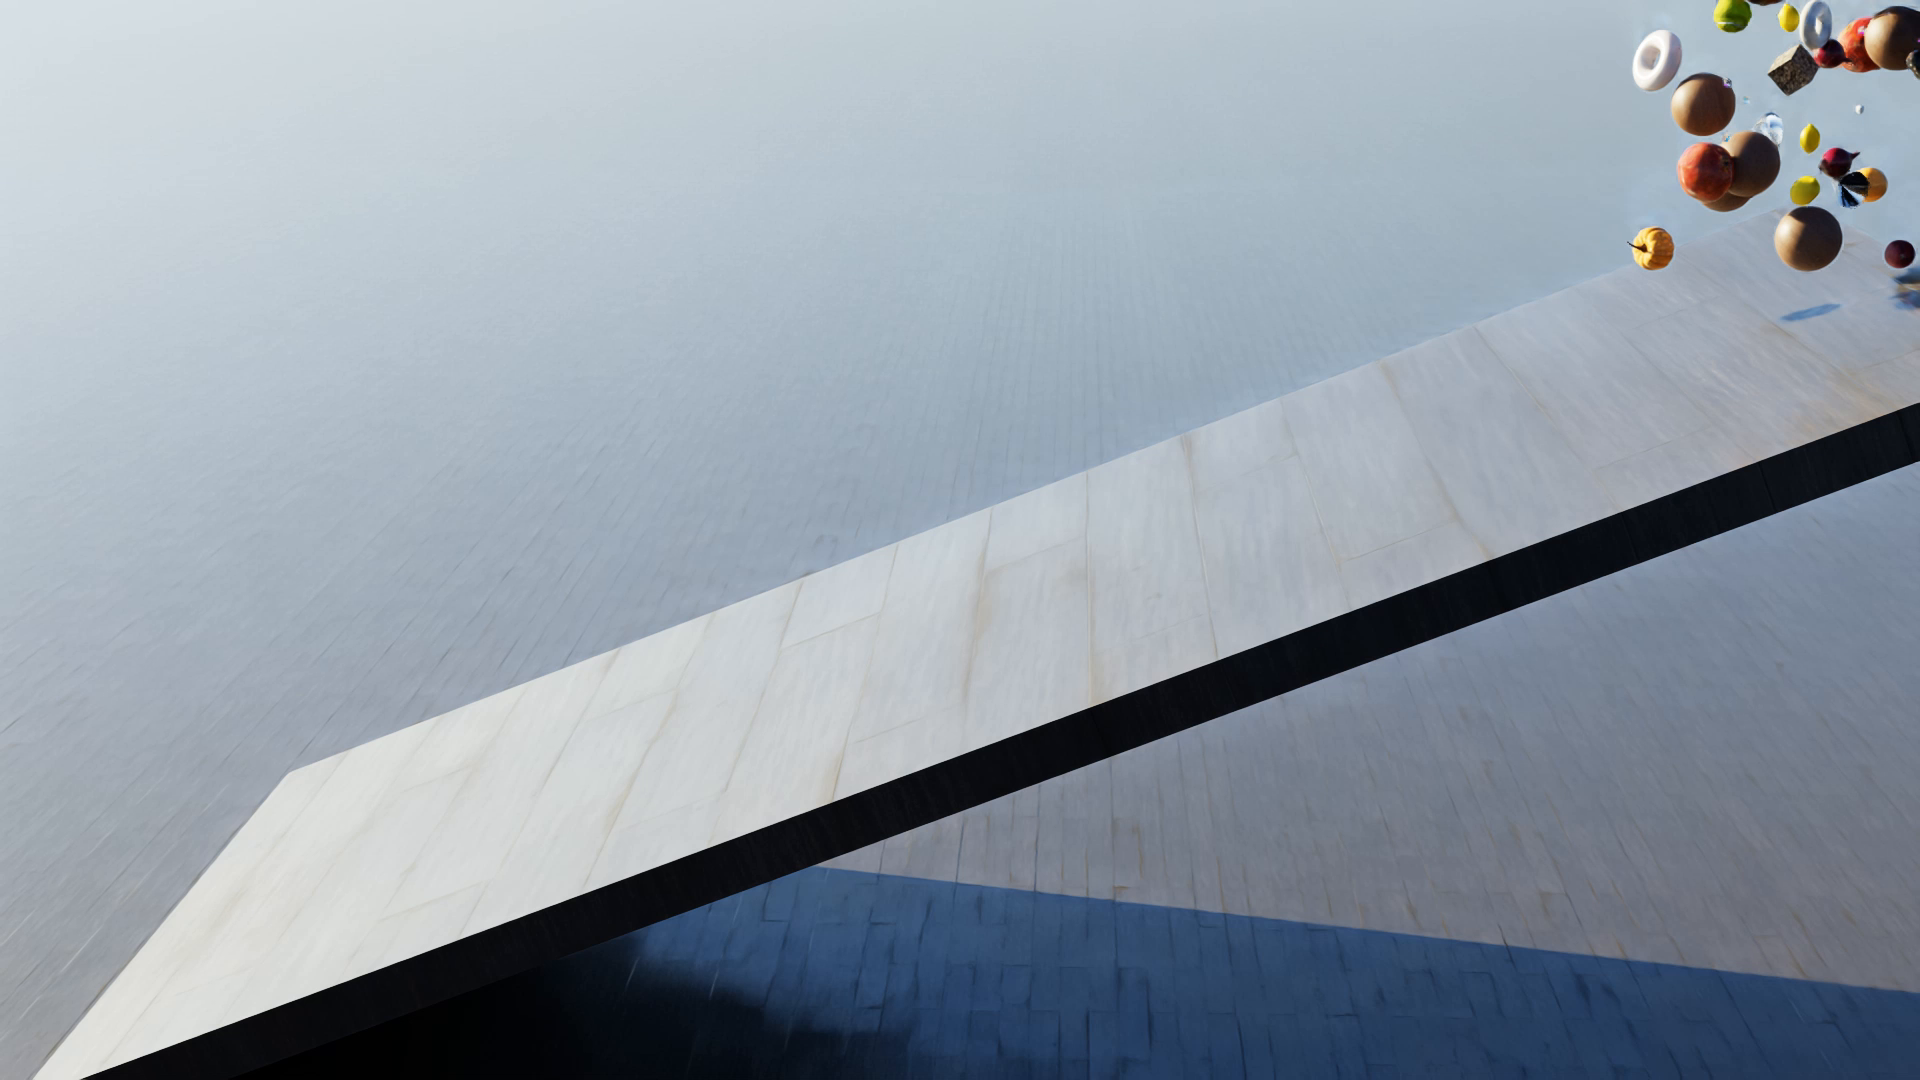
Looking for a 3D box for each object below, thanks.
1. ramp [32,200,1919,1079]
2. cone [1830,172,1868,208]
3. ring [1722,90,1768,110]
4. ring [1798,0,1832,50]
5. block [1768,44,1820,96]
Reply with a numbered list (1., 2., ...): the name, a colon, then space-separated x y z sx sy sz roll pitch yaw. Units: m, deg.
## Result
1. ramp: 0.123 0.174 6.291 4.000 0.100 2.000 -21 12 7
2. cone: 1.720 -0.693 5.738 0.072 0.072 0.072 -5 24 -19
3. ring: 1.625 -0.911 6.087 0.095 0.032 0.095 4 5 0
4. ring: 1.674 -1.007 5.753 0.096 0.096 0.032 -13 15 -43
5. block: 1.692 -0.954 5.970 0.064 0.064 0.064 -33 15 49
